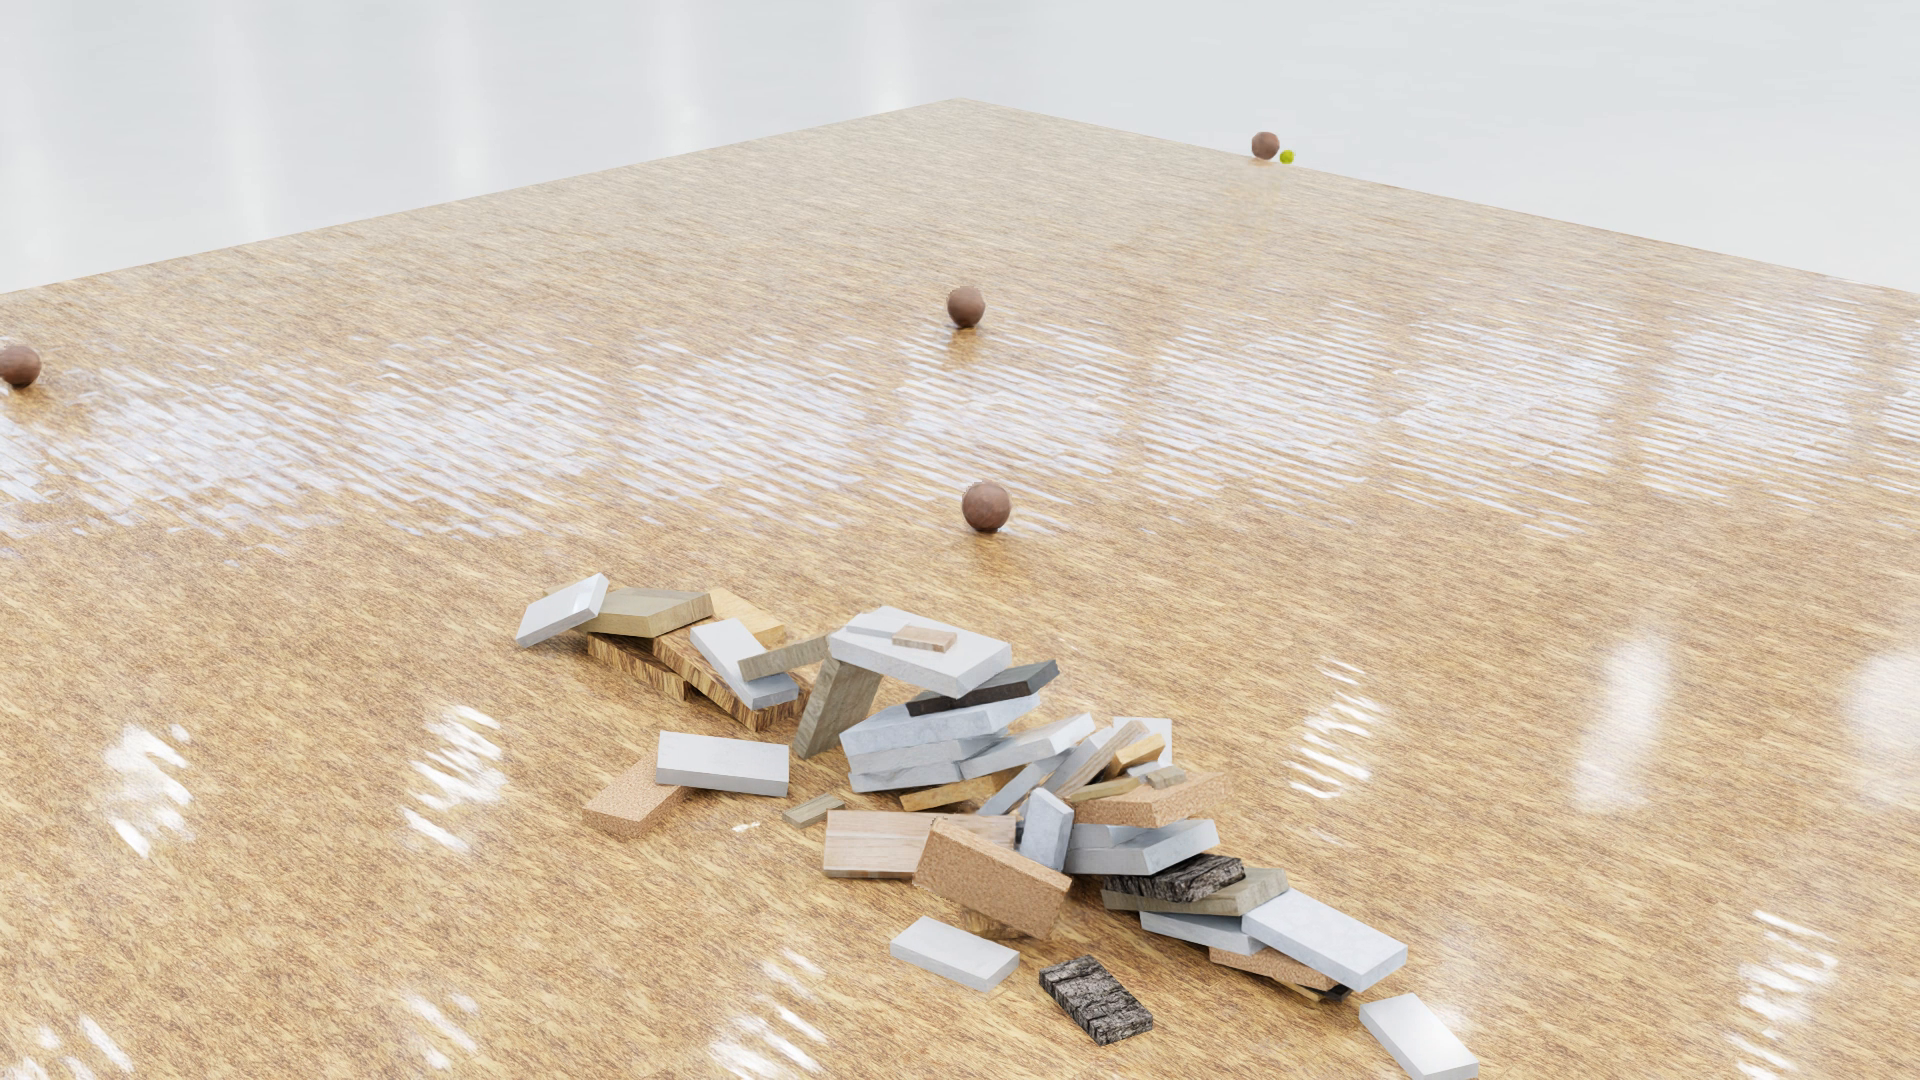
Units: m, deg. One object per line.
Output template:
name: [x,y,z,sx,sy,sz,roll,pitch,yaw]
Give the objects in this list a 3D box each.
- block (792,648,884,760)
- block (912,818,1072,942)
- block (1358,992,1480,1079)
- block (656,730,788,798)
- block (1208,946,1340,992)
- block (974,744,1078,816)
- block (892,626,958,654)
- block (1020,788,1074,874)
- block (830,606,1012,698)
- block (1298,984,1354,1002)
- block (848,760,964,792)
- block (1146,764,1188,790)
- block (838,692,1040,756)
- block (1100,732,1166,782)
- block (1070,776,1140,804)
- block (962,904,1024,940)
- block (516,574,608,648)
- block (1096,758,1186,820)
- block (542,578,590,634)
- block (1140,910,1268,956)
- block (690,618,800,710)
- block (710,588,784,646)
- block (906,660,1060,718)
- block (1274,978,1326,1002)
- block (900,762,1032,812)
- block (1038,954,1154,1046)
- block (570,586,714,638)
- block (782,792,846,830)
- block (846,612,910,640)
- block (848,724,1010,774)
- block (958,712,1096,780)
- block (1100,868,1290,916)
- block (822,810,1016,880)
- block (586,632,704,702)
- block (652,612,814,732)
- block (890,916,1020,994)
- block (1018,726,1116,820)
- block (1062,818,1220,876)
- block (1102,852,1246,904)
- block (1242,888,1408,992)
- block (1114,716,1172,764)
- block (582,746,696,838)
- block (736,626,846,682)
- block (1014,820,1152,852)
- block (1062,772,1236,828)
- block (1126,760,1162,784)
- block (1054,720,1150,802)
block: [-0.245,0.323,4.621,0.153,0.306,0.043,-20,56,-39]
block: [0.058,0.618,4.000,0.268,0.134,0.038,24,35,8]
block: [0.776,0.847,3.726,0.105,0.030,0.211,-8,24,-18]
block: [-0.490,0.462,4.545,0.269,0.038,0.135,7,28,-9]
block: [0.584,0.733,3.907,0.130,0.037,0.259,-20,17,-41]
block: [0.120,0.488,4.328,0.037,0.258,0.129,52,41,9]
block: [-0.071,0.198,4.388,0.117,0.017,0.058,8,27,26]
block: [0.158,0.577,4.144,0.028,0.194,0.097,-5,25,-36]
block: [-0.080,0.222,4.414,0.337,0.048,0.168,15,31,38]
block: [0.640,0.780,3.870,0.097,0.014,0.049,18,29,36]
block: [-0.068,0.456,4.479,0.306,0.043,0.153,-12,9,43]
block: [0.375,0.432,4.000,0.059,0.017,0.117,-17,2,-3]
block: [-0.043,0.360,4.417,0.391,0.048,0.168,-13,8,39]
block: [0.325,0.457,4.288,0.097,0.296,0.028,-23,69,-17]
block: [0.268,0.461,4.058,0.117,0.017,0.058,-15,3,34]
block: [0.051,0.666,4.102,0.097,0.028,0.194,-5,35,-8]
block: [-0.930,0.165,5.139,0.232,0.033,0.116,-23,35,28]
block: [0.373,0.491,4.494,0.247,0.035,0.123,25,43,32]
block: [-0.909,0.160,5.343,0.116,0.033,0.232,-16,28,-33]
block: [0.467,0.691,4.004,0.130,0.037,0.259,-20,16,-40]
block: [-0.479,0.273,4.872,0.116,0.033,0.285,-13,38,-33]
block: [-0.552,0.191,5.262,0.135,0.038,0.269,-17,28,-35]
block: [0.043,0.294,4.346,0.306,0.031,0.110,-14,11,37]
block: [0.609,0.783,3.897,0.049,0.014,0.097,-21,31,-40]
block: [0.013,0.486,4.415,0.258,0.037,0.129,-19,6,42]
block: [0.236,0.801,3.835,0.105,0.030,0.211,-12,26,-25]
block: [-0.745,0.166,5.102,0.176,0.050,0.352,-21,15,-39]
block: [-0.296,0.548,4.447,0.117,0.017,0.058,-20,30,-39]
block: [-0.166,0.175,4.456,0.117,0.017,0.059,8,27,26]
block: [-0.066,0.412,4.448,0.306,0.043,0.153,-13,8,41]
block: [0.130,0.402,4.283,0.258,0.037,0.129,-21,3,44]
block: [0.426,0.640,4.031,0.134,0.038,0.353,-19,7,-38]
block: [-0.077,0.590,4.241,0.364,0.035,0.123,2,59,4]
block: [-0.681,0.265,5.072,0.352,0.050,0.176,21,31,40]
block: [-0.506,0.291,4.914,0.352,0.050,0.176,33,38,32]
block: [-0.010,0.746,3.964,0.211,0.030,0.105,15,27,32]
block: [0.211,0.455,4.285,0.031,0.220,0.110,47,24,13]
block: [0.319,0.575,4.126,0.167,0.047,0.334,-18,2,-31]
block: [0.388,0.612,4.021,0.134,0.038,0.268,-18,6,-28]
block: [0.633,0.693,3.828,0.130,0.037,0.259,-20,30,-39]
block: [0.386,0.449,4.657,0.123,0.035,0.247,2,23,4]
block: [-0.627,0.505,4.523,0.135,0.038,0.336,10,25,22]
block: [-0.313,0.233,4.707,0.168,0.048,0.337,-18,1,-40]
block: [0.245,0.545,4.230,0.167,0.047,0.334,-18,2,-36]
block: [0.342,0.473,4.037,0.167,0.047,0.334,-18,3,-25]
block: [0.347,0.435,4.116,0.058,0.017,0.117,-17,2,-3]
block: [0.270,0.434,4.250,0.031,0.220,0.110,47,8,13]
